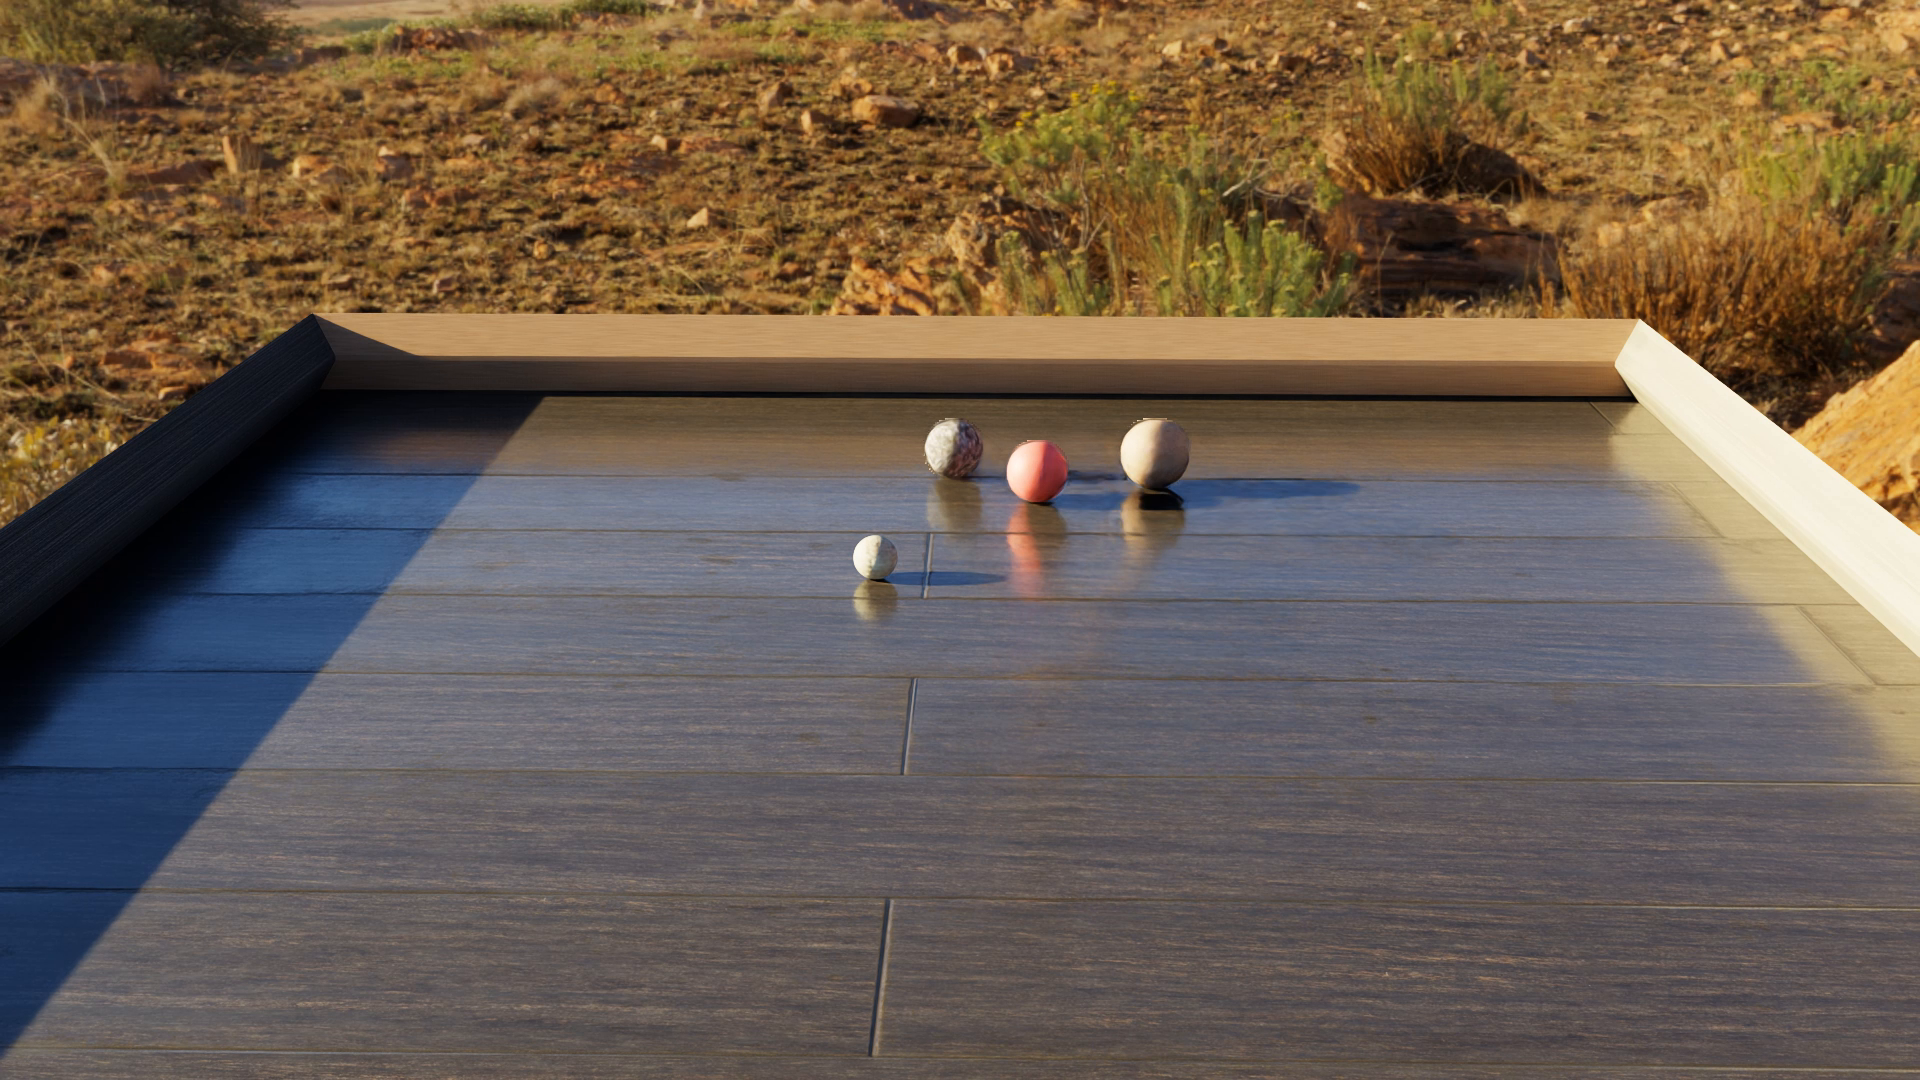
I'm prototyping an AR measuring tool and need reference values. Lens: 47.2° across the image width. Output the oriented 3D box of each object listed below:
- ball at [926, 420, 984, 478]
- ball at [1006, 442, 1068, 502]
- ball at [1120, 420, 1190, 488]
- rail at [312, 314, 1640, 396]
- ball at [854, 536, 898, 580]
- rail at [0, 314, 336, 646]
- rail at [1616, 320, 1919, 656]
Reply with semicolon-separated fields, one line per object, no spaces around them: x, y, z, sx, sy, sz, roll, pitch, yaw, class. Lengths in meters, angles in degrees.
-0.008;-0.125;3.011;0.079;0.079;0.079;0;18;0;ball
0.102;-0.089;2.900;0.081;0.081;0.081;0;18;0;ball
0.263;-0.116;2.961;0.093;0.093;0.093;0;18;0;ball
0.018;-0.285;3.437;2.080;0.121;0.045;0;18;1;rail
-0.100;0.021;2.605;0.053;0.053;0.053;0;18;0;ball
-1.035;0.236;1.824;0.045;0.121;3.482;0;18;1;rail
0.997;0.249;1.782;0.045;0.121;3.482;0;18;1;rail
